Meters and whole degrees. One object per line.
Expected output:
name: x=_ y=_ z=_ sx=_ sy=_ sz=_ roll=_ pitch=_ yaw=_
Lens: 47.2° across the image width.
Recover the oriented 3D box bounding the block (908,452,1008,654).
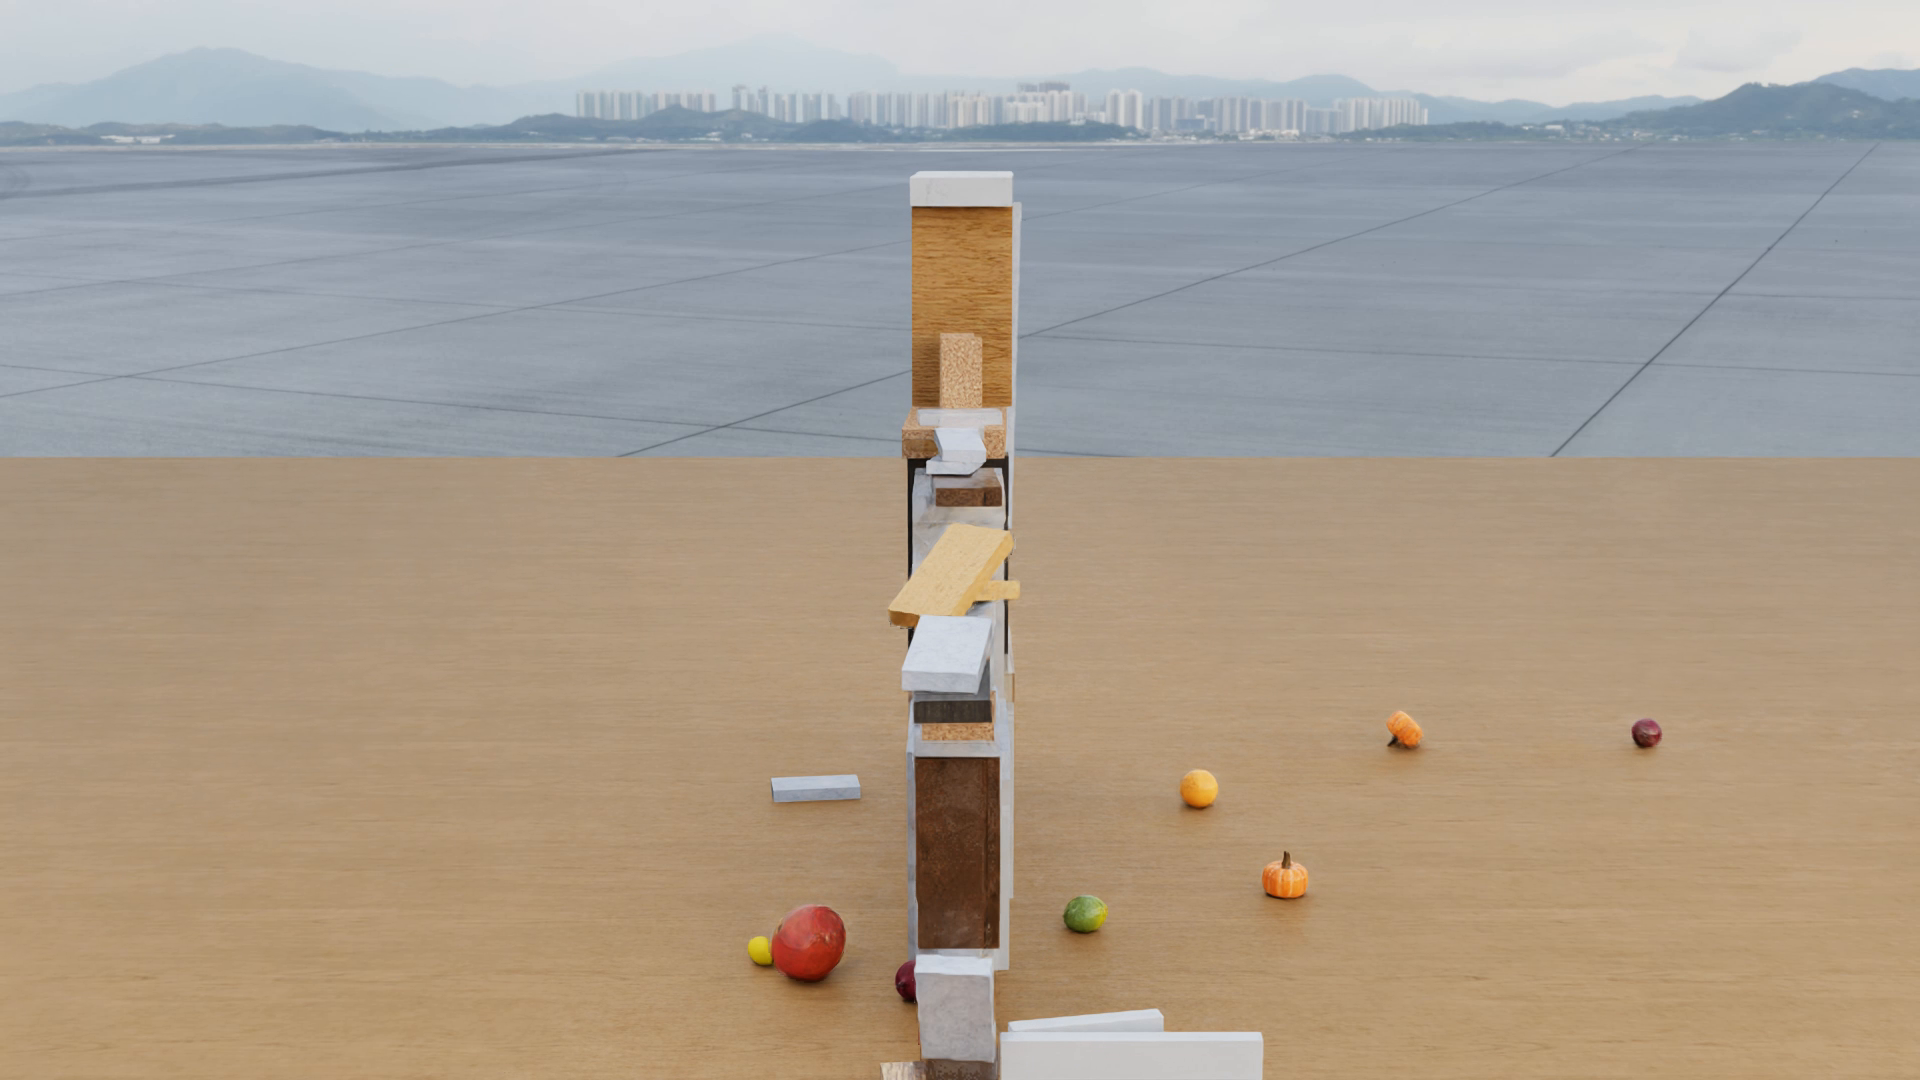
block: x=-0.003 y=0.022 z=3.665 sx=0.167 sy=0.334 sz=0.047 roll=0 pitch=11 yaw=0

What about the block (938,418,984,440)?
block: x=0.002 y=-0.178 z=3.511 sx=0.068 sy=0.019 sz=0.137 roll=0 pitch=10 yaw=-2

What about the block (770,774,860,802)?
block: x=-0.277 y=0.476 z=4.218 sx=0.166 sy=0.023 sz=0.083 roll=-1 pitch=11 yaw=-8

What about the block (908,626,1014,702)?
block: x=0.002 y=0.207 z=3.715 sx=0.172 sy=0.049 sz=0.344 roll=0 pitch=11 yaw=0

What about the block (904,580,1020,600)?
block: x=0.005 y=0.073 z=3.217 sx=0.097 sy=0.027 sz=0.194 roll=0 pitch=0 yaw=24

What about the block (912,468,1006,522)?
block: x=-0.002 y=-0.072 z=3.445 sx=0.140 sy=0.040 sz=0.280 roll=0 pitch=11 yaw=0

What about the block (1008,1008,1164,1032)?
block: x=0.166 y=0.681 z=2.901 sx=0.204 sy=0.102 sz=0.029 roll=-2 pitch=11 yaw=-12

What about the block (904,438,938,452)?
block: x=-0.040 y=-0.150 z=3.491 sx=0.066 sy=0.019 sz=0.132 roll=-1 pitch=4 yaw=-14

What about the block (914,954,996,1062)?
block: x=-0.005 y=0.591 z=2.771 sx=0.093 sy=0.186 sz=0.026 roll=2 pitch=44 yaw=6

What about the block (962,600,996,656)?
block: x=-0.001 y=0.123 z=3.115 sx=0.099 sy=0.028 sz=0.197 roll=0 pitch=13 yaw=2

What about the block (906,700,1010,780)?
block: x=-0.002 y=0.306 z=3.397 sx=0.153 sy=0.043 sz=0.307 roll=0 pitch=11 yaw=0

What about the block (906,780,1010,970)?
block: x=-0.002 y=0.497 z=3.329 sx=0.153 sy=0.307 sz=0.043 roll=0 pitch=11 yaw=0

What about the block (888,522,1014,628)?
block: x=-0.012 y=0.052 z=3.104 sx=0.097 sy=0.027 sz=0.193 roll=8 pitch=44 yaw=31

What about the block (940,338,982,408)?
block: x=0.002 y=-0.270 z=3.690 sx=0.068 sy=0.137 sz=0.019 roll=-1 pitch=11 yaw=-5

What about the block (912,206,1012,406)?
block: x=0.004 y=-0.412 z=3.869 sx=0.175 sy=0.350 sz=0.050 roll=0 pitch=10 yaw=1

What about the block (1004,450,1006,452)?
block: x=-0.003 y=0.035 z=3.895 sx=0.167 sy=0.444 sz=0.047 roll=0 pitch=11 yaw=0

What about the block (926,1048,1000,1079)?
block: x=0.003 y=0.702 z=2.833 sx=0.093 sy=0.026 sz=0.186 roll=2 pitch=10 yaw=1

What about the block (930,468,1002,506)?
block: x=0.008 y=-0.080 z=3.304 sx=0.097 sy=0.027 sz=0.193 roll=-1 pitch=11 yaw=-3

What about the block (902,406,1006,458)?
block: x=-0.006 y=-0.186 z=3.740 sx=0.167 sy=0.047 sz=0.334 roll=0 pitch=11 yaw=2

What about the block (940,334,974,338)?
block: x=-0.005 y=-0.340 z=3.759 sx=0.058 sy=0.016 sz=0.116 roll=0 pitch=11 yaw=1

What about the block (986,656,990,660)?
block: x=0.000 y=0.297 z=3.212 sx=0.087 sy=0.305 sz=0.025 roll=0 pitch=12 yaw=0

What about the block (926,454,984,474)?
block: x=-0.007 y=-0.118 z=3.376 sx=0.066 sy=0.019 sz=0.132 roll=1 pitch=9 yaw=9

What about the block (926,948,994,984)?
block: x=-0.001 y=0.593 z=3.127 sx=0.096 sy=0.192 sz=0.027 roll=0 pitch=10 yaw=1

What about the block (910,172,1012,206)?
block: x=0.006 y=-0.630 z=3.939 sx=0.175 sy=0.050 sz=0.350 roll=0 pitch=11 yaw=1

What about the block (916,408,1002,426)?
block: x=-0.001 y=-0.205 z=3.657 sx=0.137 sy=0.019 sz=0.068 roll=-1 pitch=11 yaw=-5

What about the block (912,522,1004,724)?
block: x=-0.002 y=0.122 z=3.386 sx=0.140 sy=0.322 sz=0.040 roll=0 pitch=11 yaw=0

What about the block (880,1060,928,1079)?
block: x=-0.042 y=0.729 z=2.842 sx=0.102 sy=0.029 sz=0.204 roll=-1 pitch=11 yaw=-8

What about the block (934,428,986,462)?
block: x=-0.001 y=-0.146 z=3.368 sx=0.066 sy=0.019 sz=0.132 roll=1 pitch=17 yaw=-7

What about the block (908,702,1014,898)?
block: x=0.002 y=0.421 z=3.638 sx=0.172 sy=0.344 sz=0.049 roll=0 pitch=11 yaw=0

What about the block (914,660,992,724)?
block: x=-0.009 y=0.200 z=2.923 sx=0.099 sy=0.028 sz=0.268 roll=-1 pitch=8 yaw=1

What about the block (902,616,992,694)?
block: x=-0.015 y=0.150 z=2.920 sx=0.099 sy=0.028 sz=0.197 roll=2 pitch=19 yaw=6

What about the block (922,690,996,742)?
block: x=-0.001 y=0.231 z=2.901 sx=0.093 sy=0.026 sz=0.186 roll=0 pitch=8 yaw=1

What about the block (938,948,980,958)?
block: x=0.000 y=0.577 z=3.051 sx=0.058 sy=0.017 sz=0.117 roll=0 pitch=10 yaw=1

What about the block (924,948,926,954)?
block: x=-0.004 y=0.570 z=3.254 sx=0.096 sy=0.192 sz=0.027 roll=0 pitch=11 yaw=0

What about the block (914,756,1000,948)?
block: x=-0.003 y=0.421 z=3.001 sx=0.113 sy=0.312 sz=0.032 roll=0 pitch=27 yaw=1

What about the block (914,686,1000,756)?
block: x=-0.003 y=0.246 z=3.001 sx=0.113 sy=0.032 sz=0.227 roll=0 pitch=12 yaw=0

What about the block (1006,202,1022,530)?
block: x=0.017 y=-0.326 z=4.114 sx=0.175 sy=0.610 sz=0.050 roll=1 pitch=11 yaw=0

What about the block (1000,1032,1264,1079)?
block: x=0.221 y=0.691 z=2.847 sx=0.338 sy=0.102 sz=0.029 roll=0 pitch=11 yaw=0
